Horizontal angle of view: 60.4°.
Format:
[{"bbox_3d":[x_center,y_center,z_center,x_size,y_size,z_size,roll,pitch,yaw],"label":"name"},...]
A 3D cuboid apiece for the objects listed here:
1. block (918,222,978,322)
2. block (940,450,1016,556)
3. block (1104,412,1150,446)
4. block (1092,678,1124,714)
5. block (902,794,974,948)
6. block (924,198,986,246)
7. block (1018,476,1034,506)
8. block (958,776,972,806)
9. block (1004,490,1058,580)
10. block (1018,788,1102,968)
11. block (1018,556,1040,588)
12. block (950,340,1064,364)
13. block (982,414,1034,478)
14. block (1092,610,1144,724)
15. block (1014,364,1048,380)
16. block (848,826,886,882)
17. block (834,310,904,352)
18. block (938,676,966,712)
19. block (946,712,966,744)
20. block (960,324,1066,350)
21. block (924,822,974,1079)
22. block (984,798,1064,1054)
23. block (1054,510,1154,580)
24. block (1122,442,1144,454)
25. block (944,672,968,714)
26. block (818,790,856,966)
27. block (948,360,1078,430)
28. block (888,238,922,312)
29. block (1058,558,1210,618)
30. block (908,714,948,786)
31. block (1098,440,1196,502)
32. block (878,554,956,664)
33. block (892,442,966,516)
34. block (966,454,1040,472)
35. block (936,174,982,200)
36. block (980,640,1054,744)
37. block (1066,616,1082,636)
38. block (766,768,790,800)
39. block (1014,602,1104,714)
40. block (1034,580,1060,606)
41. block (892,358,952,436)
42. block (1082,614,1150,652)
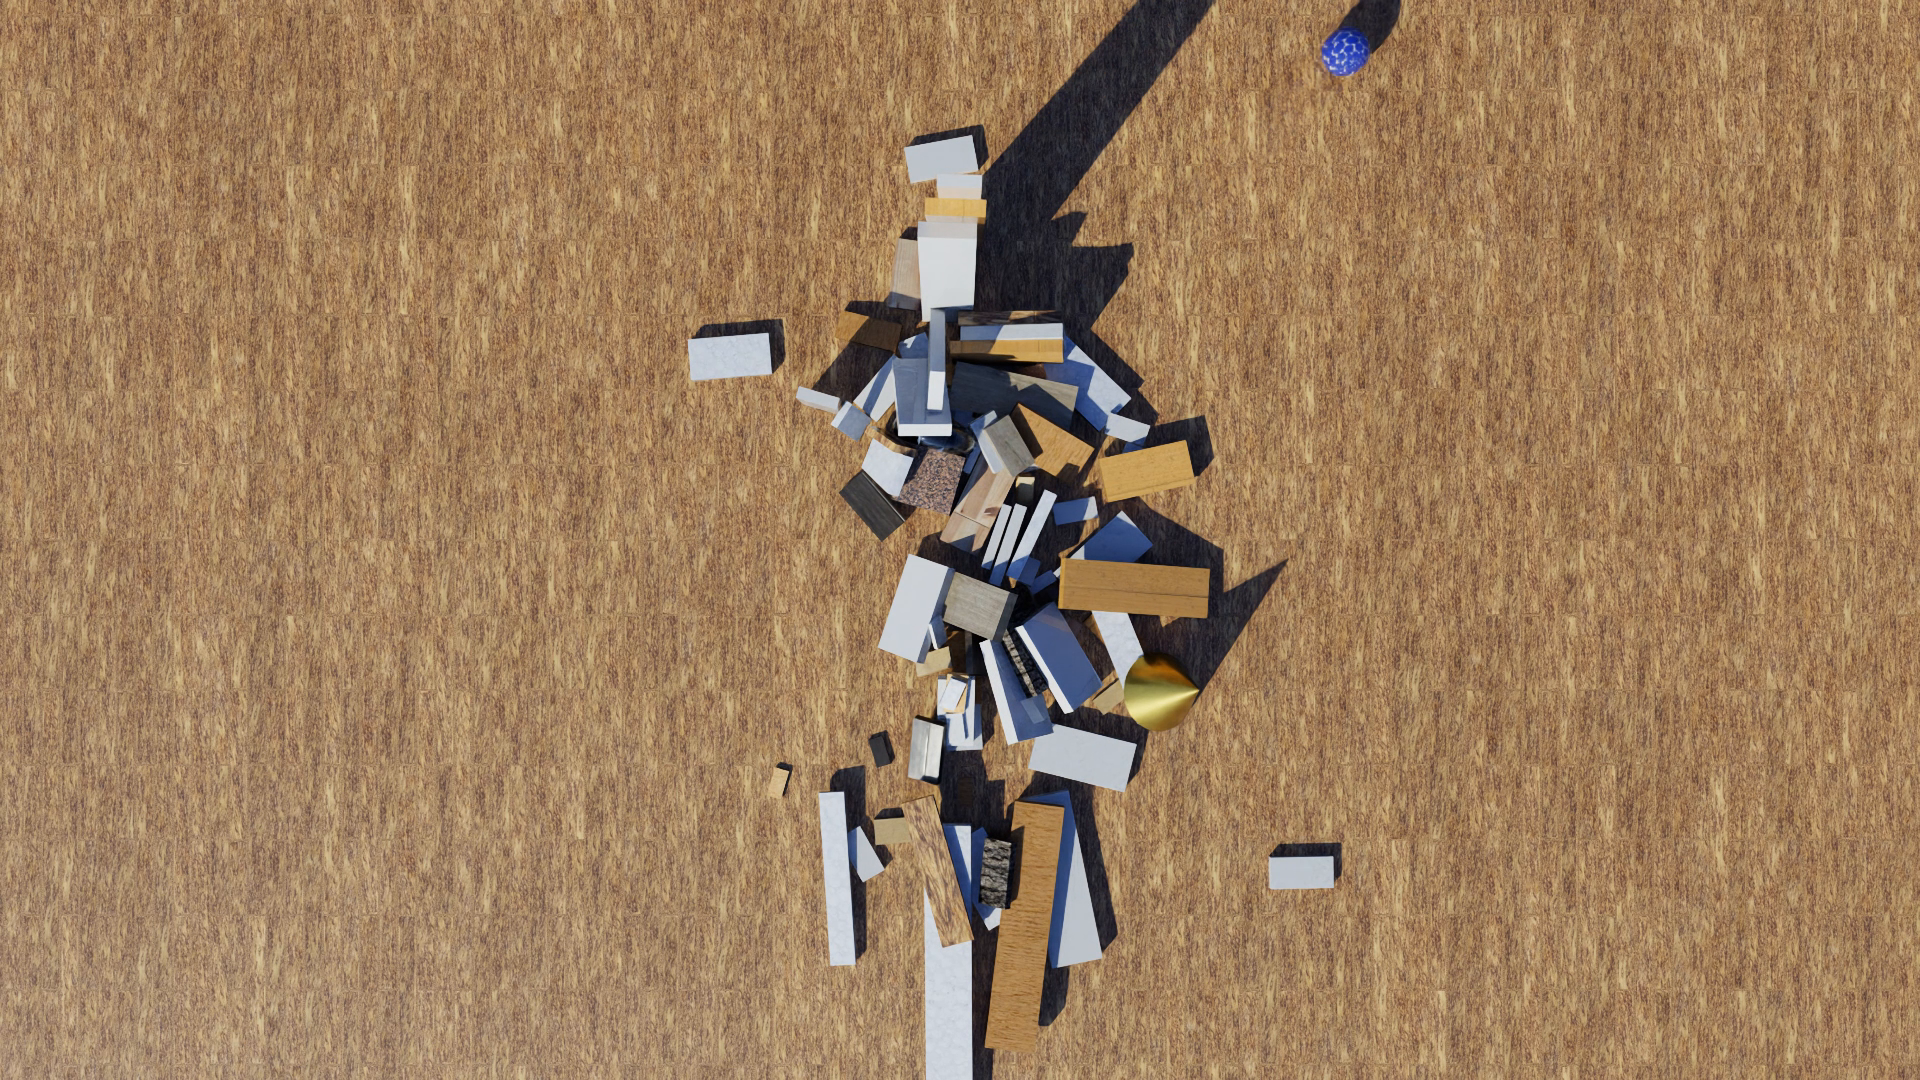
[{"bbox_3d":[-0.038,-0.812,5.077,0.167,0.849,0.047,2,81,0],"label":"block"},{"bbox_3d":[0.065,-0.124,5.452,0.136,0.039,0.330,25,98,-7],"label":"block"},{"bbox_3d":[0.552,-0.367,5.466,0.143,0.020,0.072,17,98,-16],"label":"block"},{"bbox_3d":[0.506,0.521,5.491,0.121,0.017,0.060,-39,90,0],"label":"block"},{"bbox_3d":[-0.072,1.084,5.401,0.108,0.031,0.491,-16,91,5],"label":"block"},{"bbox_3d":[-0.010,-0.953,4.985,0.165,1.031,0.047,2,96,0],"label":"block"},{"bbox_3d":[0.218,-0.164,5.461,0.050,0.014,0.101,2,114,-1],"label":"block"},{"bbox_3d":[0.017,0.839,5.493,0.049,0.014,0.097,2,90,0],"label":"block"},{"bbox_3d":[0.232,-0.016,5.424,0.043,0.153,0.305,25,90,0],"label":"block"},{"bbox_3d":[0.331,1.123,5.476,0.171,0.049,0.565,-11,90,0],"label":"block"},{"bbox_3d":[0.230,0.105,5.472,0.048,0.014,0.096,23,63,0],"label":"block"},{"bbox_3d":[0.155,-0.615,5.392,0.363,0.147,0.042,0,82,5],"label":"block"},{"bbox_3d":[0.160,-0.306,5.356,0.092,0.026,0.185,-34,107,-10],"label":"block"},{"bbox_3d":[0.547,0.370,5.453,0.104,0.030,0.474,-22,93,-1],"label":"block"},{"bbox_3d":[0.233,-0.551,5.461,0.101,0.014,0.050,-9,111,29],"label":"block"},{"bbox_3d":[-0.327,1.043,5.488,0.084,0.024,0.167,-30,90,0],"label":"block"},{"bbox_3d":[-0.302,-0.692,5.472,0.212,0.026,0.092,15,90,8],"label":"block"},{"bbox_3d":[-0.024,0.498,5.335,0.053,0.015,0.106,21,110,-8],"label":"block"},{"bbox_3d":[-0.014,0.612,5.400,0.053,0.015,0.106,-6,111,2],"label":"block"},{"bbox_3d":[0.177,-0.660,5.393,0.330,0.165,0.047,-1,82,8],"label":"block"},{"bbox_3d":[-0.036,1.425,5.451,0.153,0.043,0.978,0,93,4],"label":"block"},{"bbox_3d":[0.213,1.271,5.430,0.164,0.047,0.816,7,91,2],"label":"block"},{"bbox_3d":[0.475,0.062,5.478,0.307,0.043,0.153,-42,90,0],"label":"block"},{"bbox_3d":[0.607,-0.267,5.490,0.143,0.020,0.072,24,90,0],"label":"block"},{"bbox_3d":[-0.013,0.495,5.353,0.068,0.019,0.136,5,111,-2],"label":"block"},{"bbox_3d":[-0.405,1.122,5.471,0.084,0.024,0.578,-3,93,5],"label":"block"},{"bbox_3d":[0.173,-0.472,5.427,0.408,0.043,0.153,12,96,-3],"label":"block"},{"bbox_3d":[-0.168,-0.880,5.484,0.114,0.032,0.229,8,90,0],"label":"block"},{"bbox_3d":[0.574,0.160,5.417,0.499,0.046,0.164,4,87,-13],"label":"block"},{"bbox_3d":[-0.107,0.692,5.430,0.108,0.031,0.217,14,112,22],"label":"block"},{"bbox_3d":[0.617,-0.227,5.459,0.293,0.042,0.147,-12,90,0],"label":"block"},{"bbox_3d":[-0.143,0.226,5.436,0.164,0.046,0.328,18,90,33],"label":"block"},{"bbox_3d":[-0.101,-0.198,5.404,0.192,0.192,0.192,16,90,0],"label":"block"},{"bbox_3d":[0.162,-0.279,5.481,0.273,0.039,0.136,-15,90,0],"label":"block"},{"bbox_3d":[0.001,-0.979,4.848,0.114,1.306,0.032,2,96,0],"label":"block"},{"bbox_3d":[0.186,0.485,5.396,0.171,0.049,0.343,-7,77,-44],"label":"block"},{"bbox_3d":[0.353,0.321,5.491,0.060,0.017,0.121,30,90,0],"label":"block"},{"bbox_3d":[-0.606,0.810,5.493,0.049,0.014,0.097,17,90,0],"label":"block"},{"bbox_3d":[0.326,0.384,5.415,0.164,0.047,0.329,-35,97,-37],"label":"block"},{"bbox_3d":[0.299,0.178,5.485,0.096,0.014,0.048,-32,108,1],"label":"block"},{"bbox_3d":[-0.125,-0.462,5.306,0.167,0.334,0.047,-1,134,-7],"label":"block"},{"bbox_3d":[0.518,0.312,5.485,0.104,0.030,0.209,-45,90,0],"label":"block"}]
